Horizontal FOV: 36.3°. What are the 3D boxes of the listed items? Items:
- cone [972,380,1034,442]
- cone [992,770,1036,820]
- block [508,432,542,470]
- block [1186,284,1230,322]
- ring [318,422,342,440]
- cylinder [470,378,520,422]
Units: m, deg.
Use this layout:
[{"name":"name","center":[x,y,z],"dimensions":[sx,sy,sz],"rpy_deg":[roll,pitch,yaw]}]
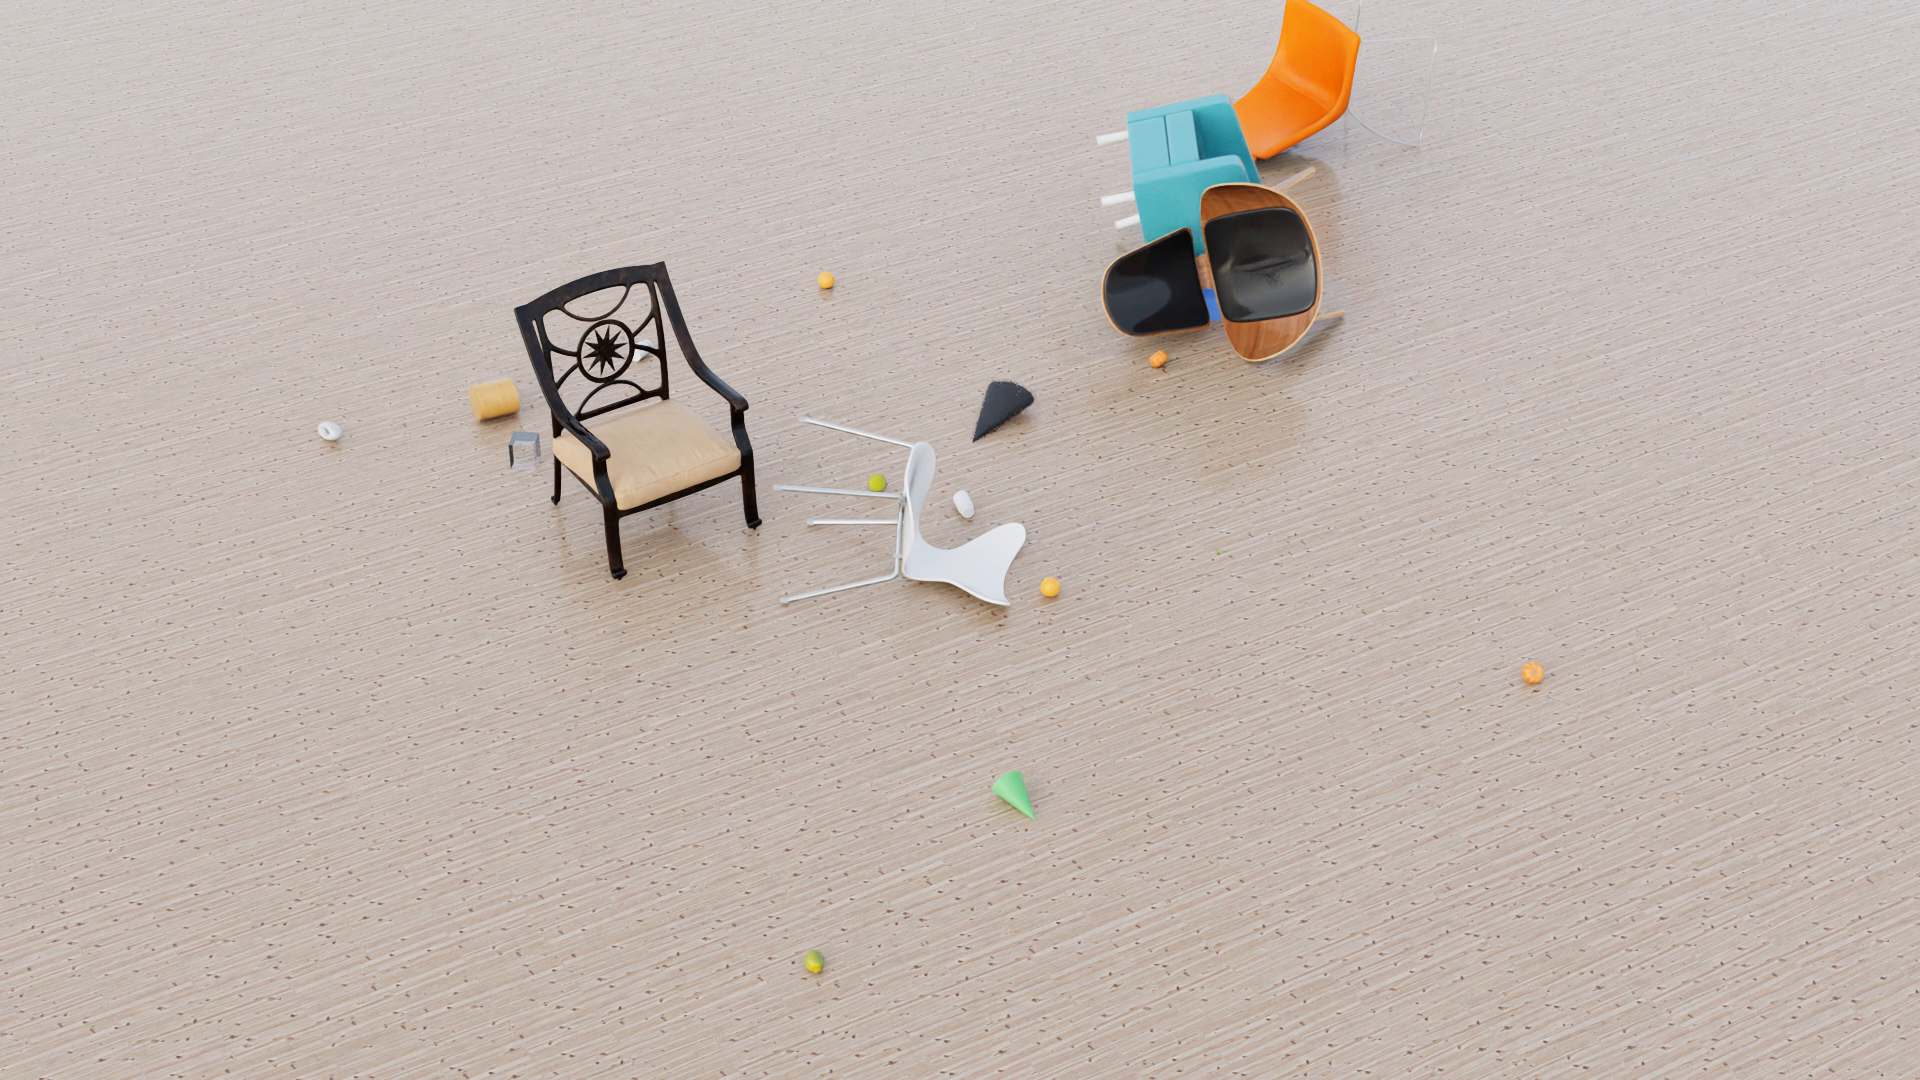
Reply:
[{"name":"cone","center":[0.124,-0.482,11.617],"dimensions":[0.217,0.129,0.317],"rpy_deg":[12,46,31]},{"name":"cone","center":[0.202,0.855,9.603],"dimensions":[0.112,0.098,0.181],"rpy_deg":[-25,55,-17]},{"name":"block","center":[-1.687,-0.346,11.369],"dimensions":[0.097,0.110,0.101],"rpy_deg":[3,33,4]},{"name":"block","center":[1.042,-1.000,12.367],"dimensions":[0.157,0.105,0.123],"rpy_deg":[-5,34,-8]},{"name":"ring","center":[-2.480,-0.428,11.535],"dimensions":[0.048,0.068,0.133],"rpy_deg":[-11,22,-41]},{"name":"cylinder","center":[-1.852,-0.559,11.667],"dimensions":[0.161,0.138,0.151],"rpy_deg":[-14,31,-21]}]
